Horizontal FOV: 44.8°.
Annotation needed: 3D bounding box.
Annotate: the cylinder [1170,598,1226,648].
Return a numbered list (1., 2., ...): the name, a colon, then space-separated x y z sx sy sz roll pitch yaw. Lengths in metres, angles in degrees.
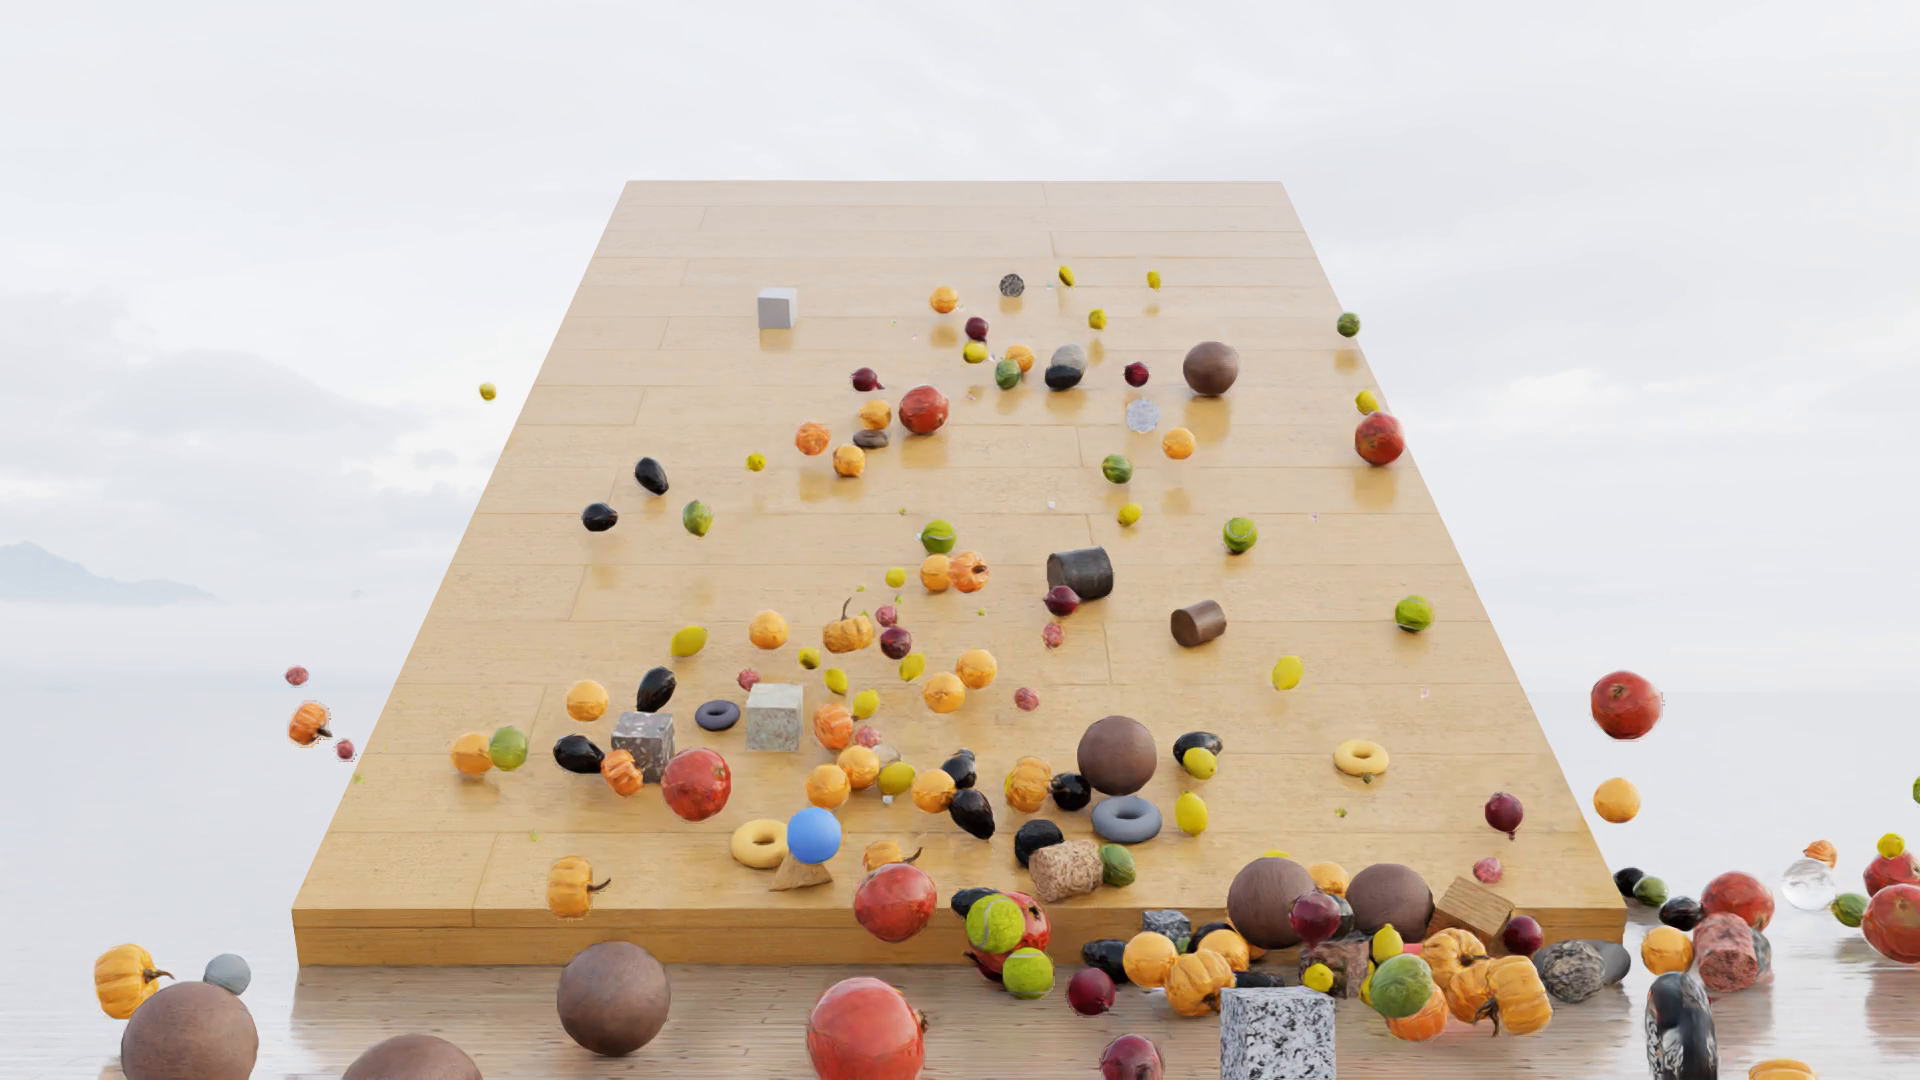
1. cylinder: 0.437 0.153 4.283 0.073 0.073 0.073 -20 9 -35

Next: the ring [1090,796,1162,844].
1. ring: 0.264 0.442 3.688 0.114 0.038 0.114 1 24 0

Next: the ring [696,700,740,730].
1. ring: -0.416 0.301 4.008 0.078 0.026 0.078 -2 27 1

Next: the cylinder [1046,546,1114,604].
1. cylinder: 0.228 0.067 4.442 0.096 0.096 0.096 -9 -1 -19

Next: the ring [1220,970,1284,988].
1. ring: 0.394 0.598 3.137 0.089 0.030 0.089 5 -14 1

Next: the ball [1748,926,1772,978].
1. ball: 1.109 0.585 3.303 0.077 0.077 0.077 0 -4 0

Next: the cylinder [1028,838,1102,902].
1. cylinder: 0.159 0.496 3.509 0.082 0.082 0.082 -11 1 -25

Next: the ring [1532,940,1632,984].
1. ring: 0.880 0.601 3.305 0.139 0.046 0.139 -8 1 0

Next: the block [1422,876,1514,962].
1. block: 0.726 0.556 3.343 0.090 0.090 0.090 26 35 21

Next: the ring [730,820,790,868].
1. ring: -0.304 0.471 3.622 0.105 0.035 0.105 1 28 0

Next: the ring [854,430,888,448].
1. ring: -0.199 -0.224 5.170 0.075 0.025 0.075 1 25 -1

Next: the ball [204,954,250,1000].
1. ball: -0.988 0.588 3.143 0.061 0.061 0.061 0 -4 0

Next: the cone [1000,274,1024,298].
1. cone: 0.136 -0.663 6.135 0.065 0.065 0.065 0 -2 1

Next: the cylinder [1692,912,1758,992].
1. cylinder: 1.057 0.569 3.222 0.077 0.077 0.077 -1 33 9

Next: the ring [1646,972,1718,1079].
1. ring: 0.674 0.477 2.177 0.049 0.147 0.147 -3 -4 8

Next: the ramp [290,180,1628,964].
1. ramp: -0.008 -0.229 5.331 2.000 0.100 4.000 0 24 0

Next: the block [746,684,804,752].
1. block: -0.312 0.300 3.940 0.084 0.084 0.084 2 24 4

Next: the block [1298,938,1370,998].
1. block: 0.511 0.585 3.189 0.071 0.071 0.071 -2 -4 35

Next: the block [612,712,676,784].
1. block: -0.522 0.342 3.846 0.084 0.084 0.084 2 24 5

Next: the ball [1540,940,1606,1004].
1. ball: 0.815 0.574 3.103 0.084 0.084 0.084 0 -4 0

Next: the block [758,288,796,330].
1. block: -0.462 -0.585 5.895 0.083 0.083 0.083 3 25 7

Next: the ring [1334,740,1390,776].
1. ring: 0.667 0.363 3.873 0.092 0.031 0.092 0 26 0

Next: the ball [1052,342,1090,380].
1. ball: 0.261 -0.423 5.530 0.090 0.090 0.090 0 -4 0

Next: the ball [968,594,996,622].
1. ball: 0.041 0.129 4.380 0.056 0.056 0.056 0 -4 0

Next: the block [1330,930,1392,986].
1. block: 0.563 0.592 3.300 0.064 0.064 0.064 -7 2 -42

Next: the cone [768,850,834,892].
1. cone: -0.255 0.507 3.537 0.091 0.091 0.091 -35 2 -9

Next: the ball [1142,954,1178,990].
1. ball: 0.277 0.598 3.225 0.050 0.050 0.050 0 -4 0

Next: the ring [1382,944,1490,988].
1. ring: 0.663 0.593 3.253 0.150 0.050 0.150 6 -12 1

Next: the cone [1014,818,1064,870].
1. cone: 0.110 0.471 3.622 0.081 0.081 0.081 1 -4 -16

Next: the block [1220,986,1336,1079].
1. block: 0.336 0.528 2.469 0.096 0.096 0.096 1 -4 -11

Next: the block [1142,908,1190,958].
1. block: 0.298 0.570 3.372 0.054 0.054 0.054 -4 10 -13

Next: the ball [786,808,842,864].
1. ball: -0.217 0.439 3.467 0.083 0.083 0.083 0 -4 0

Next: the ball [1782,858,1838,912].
1. ball: 1.586 0.644 4.353 0.099 0.099 0.099 0 -4 0
